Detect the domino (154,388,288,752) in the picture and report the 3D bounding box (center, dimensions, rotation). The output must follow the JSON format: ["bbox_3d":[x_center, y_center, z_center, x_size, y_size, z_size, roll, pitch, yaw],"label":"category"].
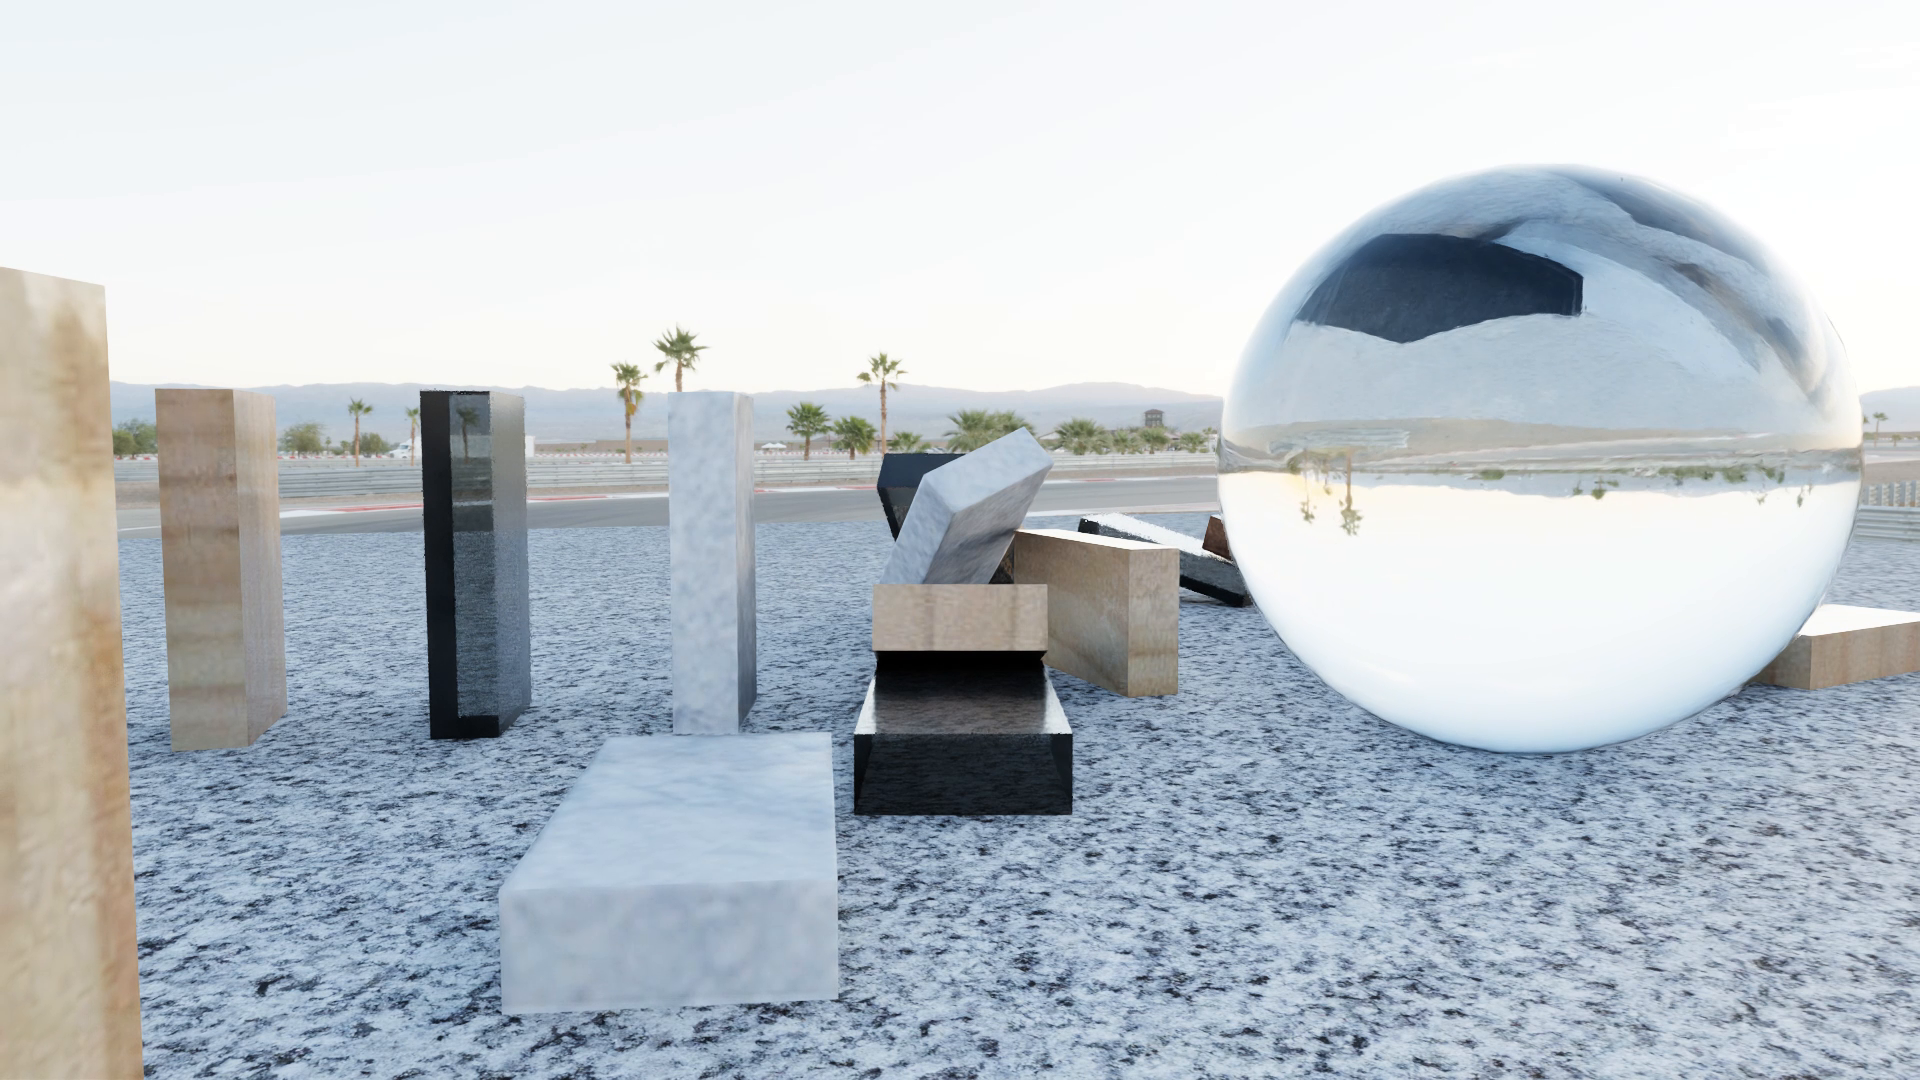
[{"bbox_3d":[-0.108,0.003,0.189,0.009,0.050,0.025,-1,4,-16],"label":"domino"}]

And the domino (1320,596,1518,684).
[{"bbox_3d":[0.089,0.019,0.253,0.025,0.010,0.050,0,4,5],"label":"domino"}]

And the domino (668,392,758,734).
[{"bbox_3d":[-0.038,0.003,0.199,0.009,0.050,0.025,0,4,-3],"label":"domino"}]

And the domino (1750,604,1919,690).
[{"bbox_3d":[0.162,0.019,0.245,0.050,0.009,0.025,-2,5,-30],"label":"domino"}]

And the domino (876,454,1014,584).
[{"bbox_3d":[0.000,0.001,0.287,0.025,0.009,0.050,1,-38,13],"label":"domino"}]

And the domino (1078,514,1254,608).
[{"bbox_3d":[0.059,0.005,0.354,0.050,0.009,0.025,20,13,27],"label":"domino"}]

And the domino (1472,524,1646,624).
[{"bbox_3d":[0.141,0.009,0.287,0.025,0.009,0.050,2,19,-14],"label":"domino"}]

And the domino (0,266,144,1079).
[{"bbox_3d":[-0.045,0.014,0.050,0.009,0.050,0.025,0,4,0],"label":"domino"}]

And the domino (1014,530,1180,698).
[{"bbox_3d":[0.024,0.012,0.239,0.009,0.025,0.050,-2,5,-20],"label":"domino"}]

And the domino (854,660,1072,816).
[{"bbox_3d":[0.000,0.025,0.172,0.025,0.010,0.050,0,4,0],"label":"domino"}]

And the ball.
[{"bbox_3d":[0.076,-0.011,0.177,0.080,0.080,0.080,0,4,0],"label":"ball"}]

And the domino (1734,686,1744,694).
[{"bbox_3d":[0.136,0.012,0.234,0.050,0.009,0.025,-28,17,-36],"label":"domino"}]

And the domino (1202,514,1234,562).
[{"bbox_3d":[0.092,0.006,0.338,0.050,0.009,0.025,26,20,40],"label":"domino"}]

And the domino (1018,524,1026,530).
[{"bbox_3d":[0.005,0.003,0.317,0.025,0.009,0.050,2,-23,25],"label":"domino"}]

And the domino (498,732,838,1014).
[{"bbox_3d":[-0.024,0.029,0.122,0.025,0.010,0.050,0,4,-6],"label":"domino"}]

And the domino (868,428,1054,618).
[{"bbox_3d":[-0.001,0.000,0.258,0.025,0.009,0.050,-28,-21,-31],"label":"domino"}]

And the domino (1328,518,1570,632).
[{"bbox_3d":[0.119,0.007,0.315,0.025,0.009,0.050,-3,22,-36],"label":"domino"}]

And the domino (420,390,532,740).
[{"bbox_3d":[-0.073,0.003,0.196,0.009,0.050,0.025,-1,4,-8],"label":"domino"}]

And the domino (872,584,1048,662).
[{"bbox_3d":[-0.001,0.016,0.208,0.025,0.009,0.050,0,-11,-1],"label":"domino"}]
